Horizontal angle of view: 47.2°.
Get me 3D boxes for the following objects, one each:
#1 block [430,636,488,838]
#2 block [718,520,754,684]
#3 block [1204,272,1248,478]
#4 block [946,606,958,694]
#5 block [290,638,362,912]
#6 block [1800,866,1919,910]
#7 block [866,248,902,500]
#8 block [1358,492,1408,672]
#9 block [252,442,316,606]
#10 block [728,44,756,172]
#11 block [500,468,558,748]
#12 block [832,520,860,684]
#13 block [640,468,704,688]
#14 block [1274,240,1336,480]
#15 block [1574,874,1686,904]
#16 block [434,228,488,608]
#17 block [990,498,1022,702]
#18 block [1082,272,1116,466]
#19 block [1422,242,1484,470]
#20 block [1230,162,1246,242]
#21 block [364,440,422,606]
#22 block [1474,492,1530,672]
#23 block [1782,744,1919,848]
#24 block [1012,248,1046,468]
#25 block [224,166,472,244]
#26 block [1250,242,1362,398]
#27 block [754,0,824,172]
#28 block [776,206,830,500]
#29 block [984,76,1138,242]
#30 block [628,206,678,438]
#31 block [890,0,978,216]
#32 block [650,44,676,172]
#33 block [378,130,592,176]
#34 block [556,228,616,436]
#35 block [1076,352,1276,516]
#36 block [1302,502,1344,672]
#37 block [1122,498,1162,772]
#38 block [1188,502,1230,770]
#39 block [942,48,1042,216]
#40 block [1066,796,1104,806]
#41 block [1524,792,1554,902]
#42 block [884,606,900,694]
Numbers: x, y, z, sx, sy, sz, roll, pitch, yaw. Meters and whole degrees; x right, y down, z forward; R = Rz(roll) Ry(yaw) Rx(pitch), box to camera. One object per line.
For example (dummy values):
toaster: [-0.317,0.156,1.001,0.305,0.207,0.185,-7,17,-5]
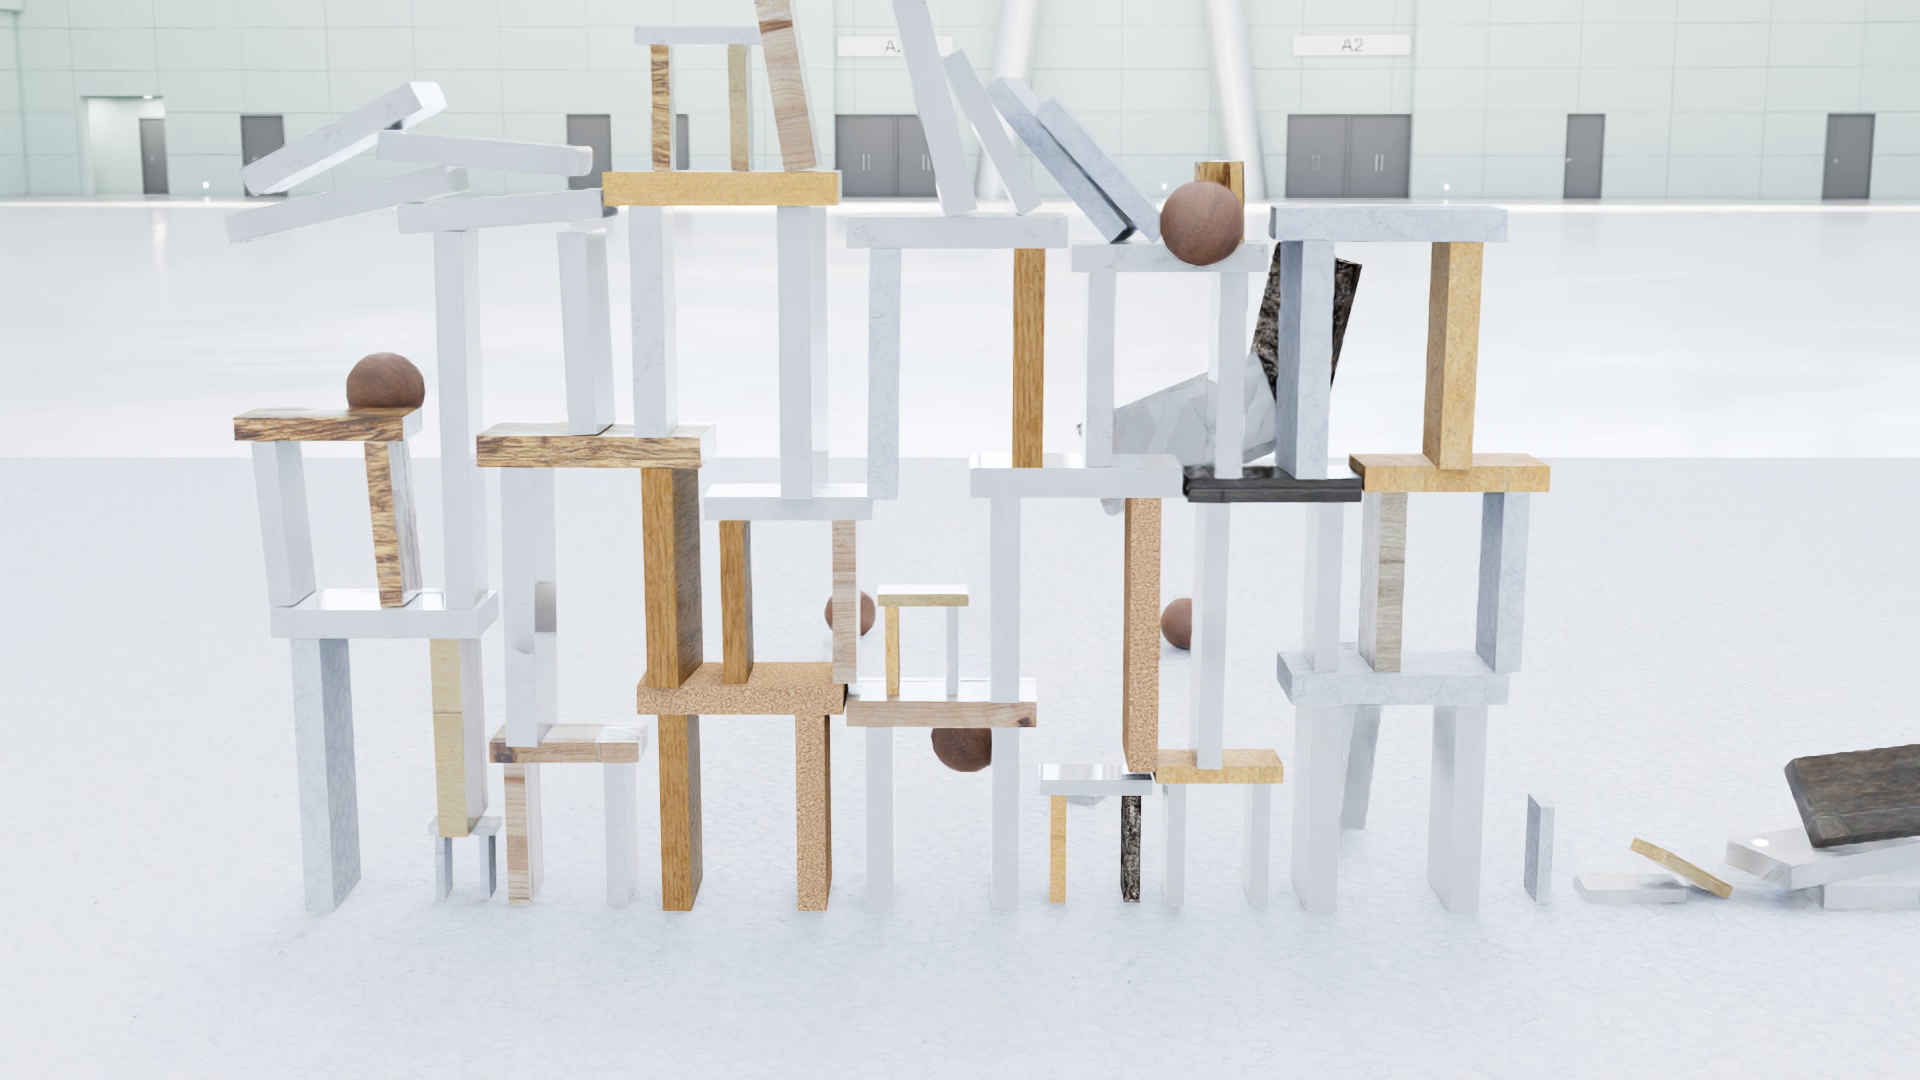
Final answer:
block: [-0.821,0.304,3.610,0.047,0.329,0.165,0,10,0]
block: [-0.363,0.088,3.578,0.038,0.266,0.133,-1,10,0]
block: [0.425,-0.270,3.513,0.043,0.324,0.152,1,10,0]
block: [-0.013,0.172,3.595,0.021,0.147,0.073,0,11,0]
block: [-1.043,0.367,3.623,0.047,0.455,0.165,0,11,0]
block: [1.829,0.571,3.659,0.837,0.042,0.147,0,11,0]
block: [-0.121,-0.272,3.508,0.048,0.391,0.171,1,11,-2]
block: [0.686,0.055,3.574,0.041,0.292,0.146,0,11,-1]
block: [-1.091,-0.037,3.553,0.038,0.265,0.133,-3,10,0]
block: [-0.340,-0.672,3.425,0.027,0.192,0.096,-1,11,1]
block: [-0.700,0.093,3.583,0.050,0.454,0.177,1,11,1]
block: [-0.185,0.088,3.579,0.038,0.266,0.133,0,11,0]
block: [-0.465,0.046,3.561,0.050,0.354,0.177,1,11,7]
block: [0.550,-0.294,3.516,0.050,0.371,0.176,0,10,-3]
block: [1.114,0.580,3.660,0.164,0.023,0.082,0,11,0]
block: [-0.799,-0.198,3.527,0.045,0.594,0.157,0,10,-4]
block: [0.073,0.082,3.574,0.047,0.333,0.166,0,11,0]
block: [0.221,-0.279,3.510,0.043,0.304,0.152,1,10,1]
block: [0.781,-0.300,3.493,0.050,0.352,0.176,1,11,3]
block: [0.439,-0.534,3.470,0.018,0.124,0.062,0,10,11]
block: [-0.915,-0.036,3.554,0.038,0.265,0.133,-3,10,0]
block: [0.882,0.055,3.575,0.041,0.293,0.146,1,11,0]
block: [1.545,0.424,3.676,0.293,0.147,0.042,-5,-30,-8]
block: [0.109,-0.298,3.510,0.048,0.342,0.171,1,11,1]
block: [-0.960,-0.531,3.464,0.352,0.043,0.152,-13,10,2]
block: [0.569,-0.325,3.733,0.047,0.330,0.165,2,17,-36]
block: [-0.272,-0.756,3.415,0.051,0.358,0.179,-9,10,1]
block: [-0.249,-0.305,3.504,0.051,0.457,0.179,1,11,5]
block: [0.166,-0.606,3.500,0.038,0.310,0.134,-41,-3,19]
block: [-0.484,-0.351,3.481,0.051,0.357,0.179,0,11,-1]
block: [-0.052,-0.721,3.422,0.051,0.426,0.179,-14,11,1]
block: [-0.461,-0.672,3.426,0.027,0.192,0.096,0,11,-2]
block: [-0.739,-0.604,3.435,0.303,0.043,0.152,5,11,-1]
block: [-0.593,-0.334,3.499,0.045,0.315,0.158,-1,10,2]
block: [0.377,-0.178,3.727,0.330,0.165,0.047,-22,-27,11]
block: [0.589,0.064,3.573,0.039,0.275,0.138,0,10,1]
block: [0.295,0.138,3.582,0.047,0.447,0.167,0,11,1]
block: [0.405,0.144,3.583,0.039,0.436,0.138,1,10,-1]
block: [0.047,-0.638,3.444,0.038,0.267,0.134,-28,10,3]
block: [0.249,0.480,4.215,0.062,0.018,0.124,4,11,22]
block: [0.961,0.510,3.651,0.023,0.164,0.082,0,11,0]
block: [-0.110,0.172,3.594,0.021,0.147,0.073,0,11,0]
